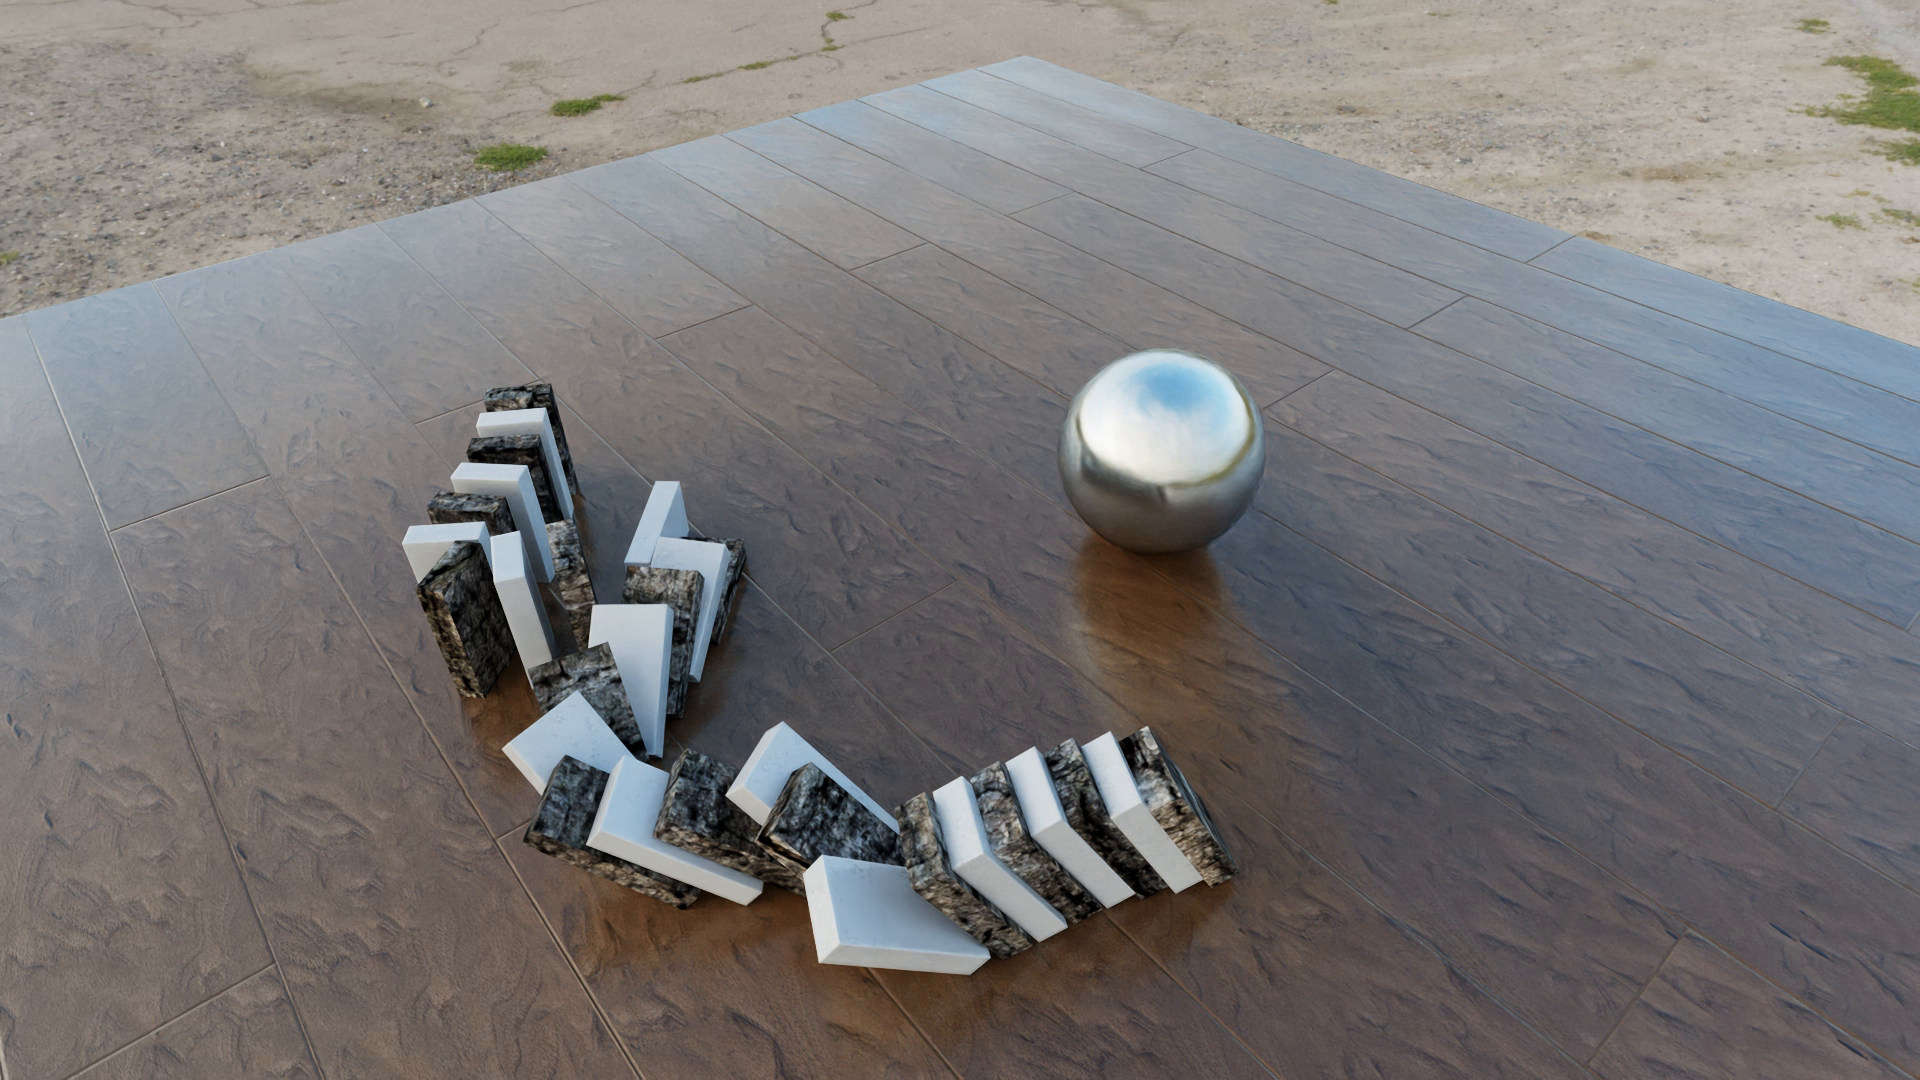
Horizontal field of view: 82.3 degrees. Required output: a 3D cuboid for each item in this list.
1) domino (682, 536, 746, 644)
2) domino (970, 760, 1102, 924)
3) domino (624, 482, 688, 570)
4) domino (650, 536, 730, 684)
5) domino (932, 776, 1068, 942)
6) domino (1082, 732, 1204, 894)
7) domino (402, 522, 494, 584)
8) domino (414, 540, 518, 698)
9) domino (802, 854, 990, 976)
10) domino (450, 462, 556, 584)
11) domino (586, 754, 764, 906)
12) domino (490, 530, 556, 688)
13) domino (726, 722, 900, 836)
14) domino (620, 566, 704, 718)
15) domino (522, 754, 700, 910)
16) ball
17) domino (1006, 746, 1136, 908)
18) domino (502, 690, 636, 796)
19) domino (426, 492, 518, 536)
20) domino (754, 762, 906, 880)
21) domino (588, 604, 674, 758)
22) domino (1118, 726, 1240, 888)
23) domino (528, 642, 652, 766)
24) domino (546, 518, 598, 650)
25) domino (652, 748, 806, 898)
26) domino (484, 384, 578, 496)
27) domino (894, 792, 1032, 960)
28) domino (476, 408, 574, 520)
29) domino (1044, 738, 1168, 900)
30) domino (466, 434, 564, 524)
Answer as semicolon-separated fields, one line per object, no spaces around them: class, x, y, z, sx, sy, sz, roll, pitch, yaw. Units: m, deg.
domino;-0.100;0.019;0.421;0.025;0.010;0.050;2;39;2
domino;0.022;0.085;0.309;0.009;0.050;0.025;-31;40;9
domino;-0.118;0.002;0.429;0.009;0.025;0.050;1;39;1
domino;-0.101;0.025;0.396;0.025;0.010;0.050;7;66;5
domino;0.011;0.089;0.304;0.009;0.050;0.025;-31;40;10
domino;0.053;0.079;0.316;0.010;0.050;0.025;-31;40;9
domino;-0.176;0.017;0.391;0.025;0.050;0.009;-4;39;-5
domino;-0.168;0.028;0.378;0.009;0.050;0.025;6;40;8
domino;-0.017;0.101;0.296;0.050;0.010;0.025;21;33;-35
domino;-0.172;-0.006;0.419;0.025;0.050;0.010;3;39;3
domino;-0.079;0.084;0.318;0.050;0.009;0.025;29;37;-21
domino;-0.151;0.025;0.381;0.010;0.050;0.025;-13;41;-16
domino;-0.042;0.079;0.321;0.050;0.009;0.025;44;40;-14
domino;-0.105;0.035;0.380;0.025;0.010;0.050;4;72;4
domino;-0.097;0.084;0.317;0.050;0.010;0.025;31;39;-20
ball;0.078;-0.034;0.429;0.080;0.080;0.080;0;39;0
domino;0.032;0.082;0.313;0.010;0.050;0.025;-32;40;9
domino;-0.110;0.073;0.330;0.050;0.010;0.025;51;51;-5
domino;-0.175;0.006;0.404;0.025;0.050;0.010;5;40;6
domino;-0.031;0.089;0.310;0.050;0.010;0.025;44;41;-15
domino;-0.111;0.047;0.366;0.025;0.010;0.050;0;72;1
domino;0.064;0.078;0.318;0.010;0.050;0.025;-31;40;9
domino;-0.115;0.060;0.345;0.025;0.009;0.050;-19;86;-22
domino;-0.134;0.020;0.387;0.009;0.050;0.025;-15;42;-17
domino;-0.062;0.083;0.320;0.050;0.009;0.025;30;35;-21
domino;-0.179;-0.040;0.461;0.025;0.050;0.009;-6;40;-8
domino;0.001;0.092;0.300;0.010;0.050;0.025;-31;40;10
domino;-0.176;-0.029;0.447;0.025;0.050;0.009;-6;40;-7
domino;0.042;0.080;0.315;0.009;0.050;0.025;-31;40;9
domino;-0.173;-0.017;0.433;0.025;0.050;0.010;-4;40;-5
